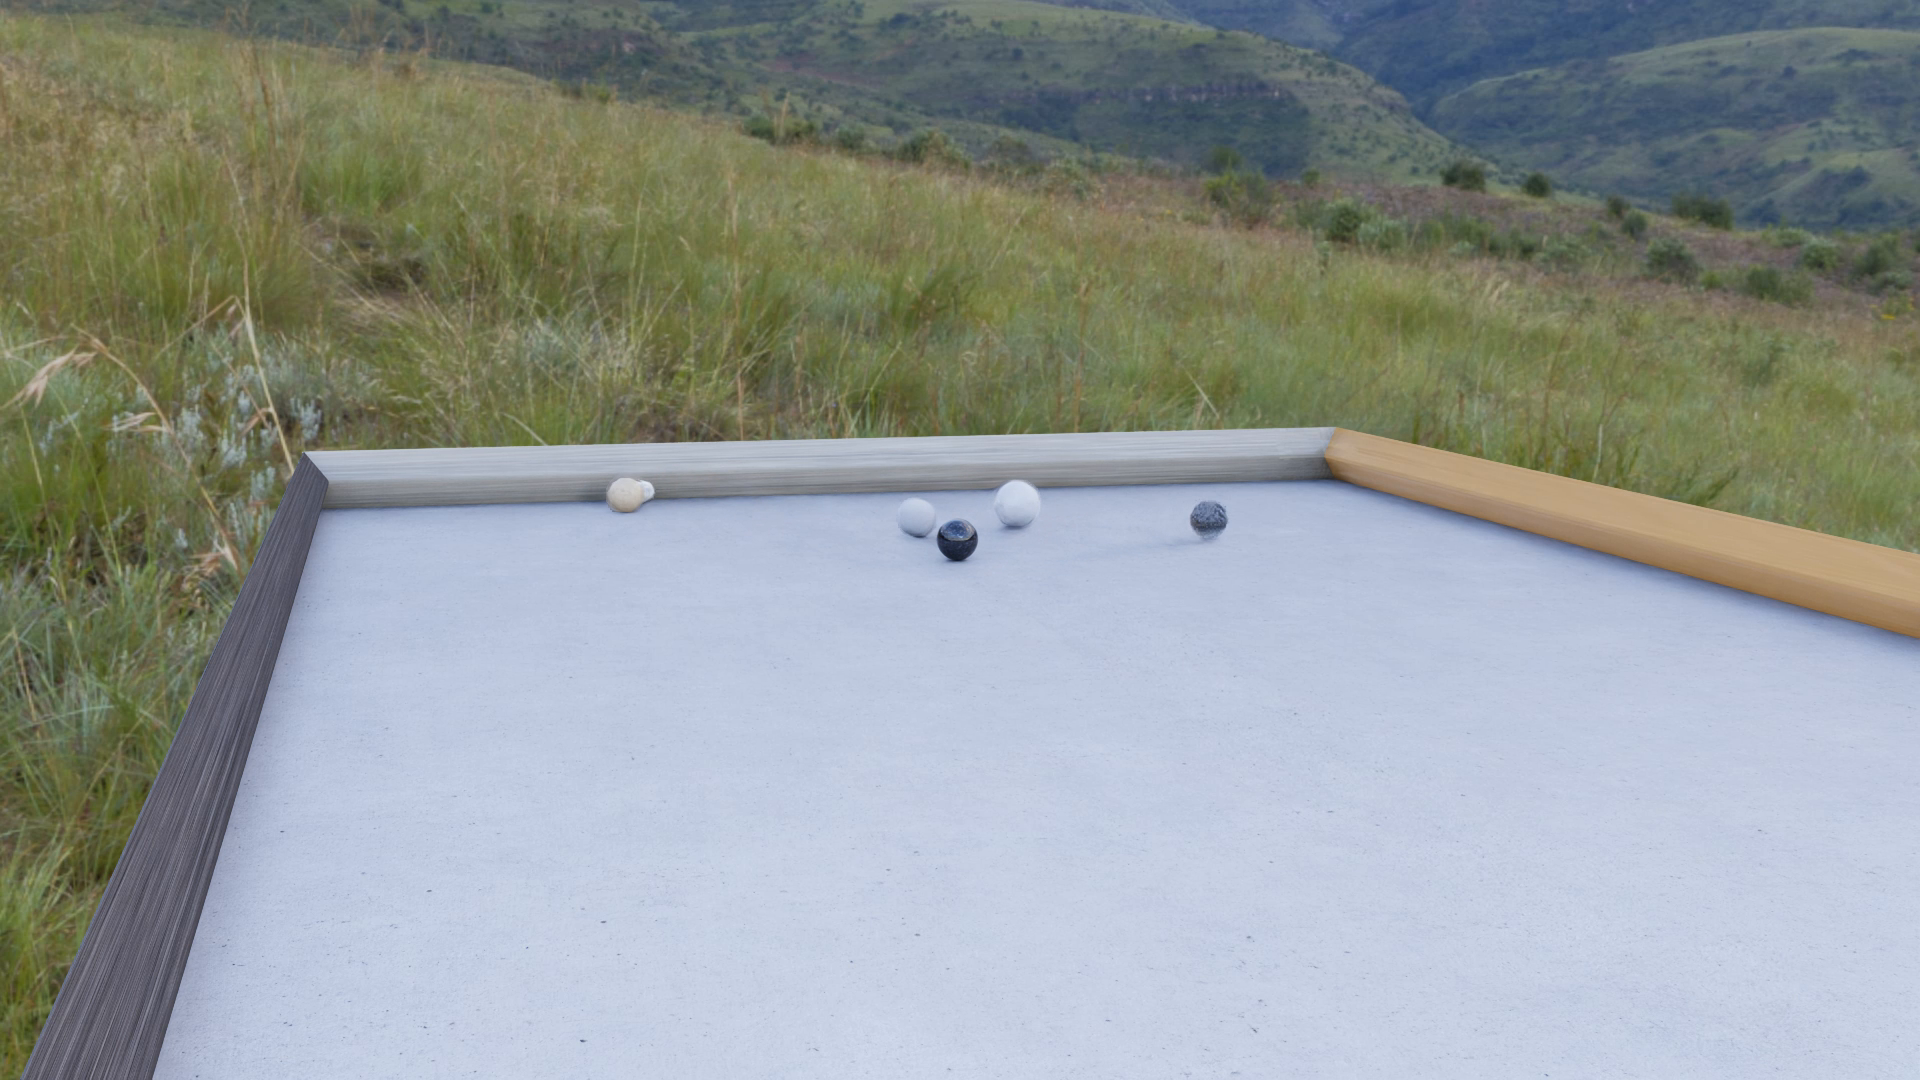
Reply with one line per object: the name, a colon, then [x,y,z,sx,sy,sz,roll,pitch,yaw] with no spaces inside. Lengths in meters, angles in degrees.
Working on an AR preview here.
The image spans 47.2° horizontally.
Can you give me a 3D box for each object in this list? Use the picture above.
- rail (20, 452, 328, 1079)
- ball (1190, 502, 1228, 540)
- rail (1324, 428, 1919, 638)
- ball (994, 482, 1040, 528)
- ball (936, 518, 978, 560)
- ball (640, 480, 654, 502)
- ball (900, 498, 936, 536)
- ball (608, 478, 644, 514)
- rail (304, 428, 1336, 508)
rail: [-0.757,0.136,2.350,0.045,0.106,3.585,-2,8,-14]
ball: [0.417,-0.033,3.683,0.064,0.064,0.064,0,8,0]
rail: [1.190,0.067,2.830,0.045,0.106,3.585,-2,8,-14]
ball: [0.098,-0.062,3.819,0.081,0.081,0.081,0,8,0]
ball: [-0.004,-0.001,3.450,0.066,0.066,0.066,0,8,0]
ball: [-0.602,-0.092,4.173,0.041,0.041,0.041,0,8,0]
ball: [-0.071,-0.037,3.713,0.064,0.064,0.064,0,8,0]
ball: [-0.610,-0.082,4.016,0.065,0.065,0.065,0,8,0]
rail: [-0.211,-0.142,4.289,2.054,0.106,0.045,-2,8,-14]
